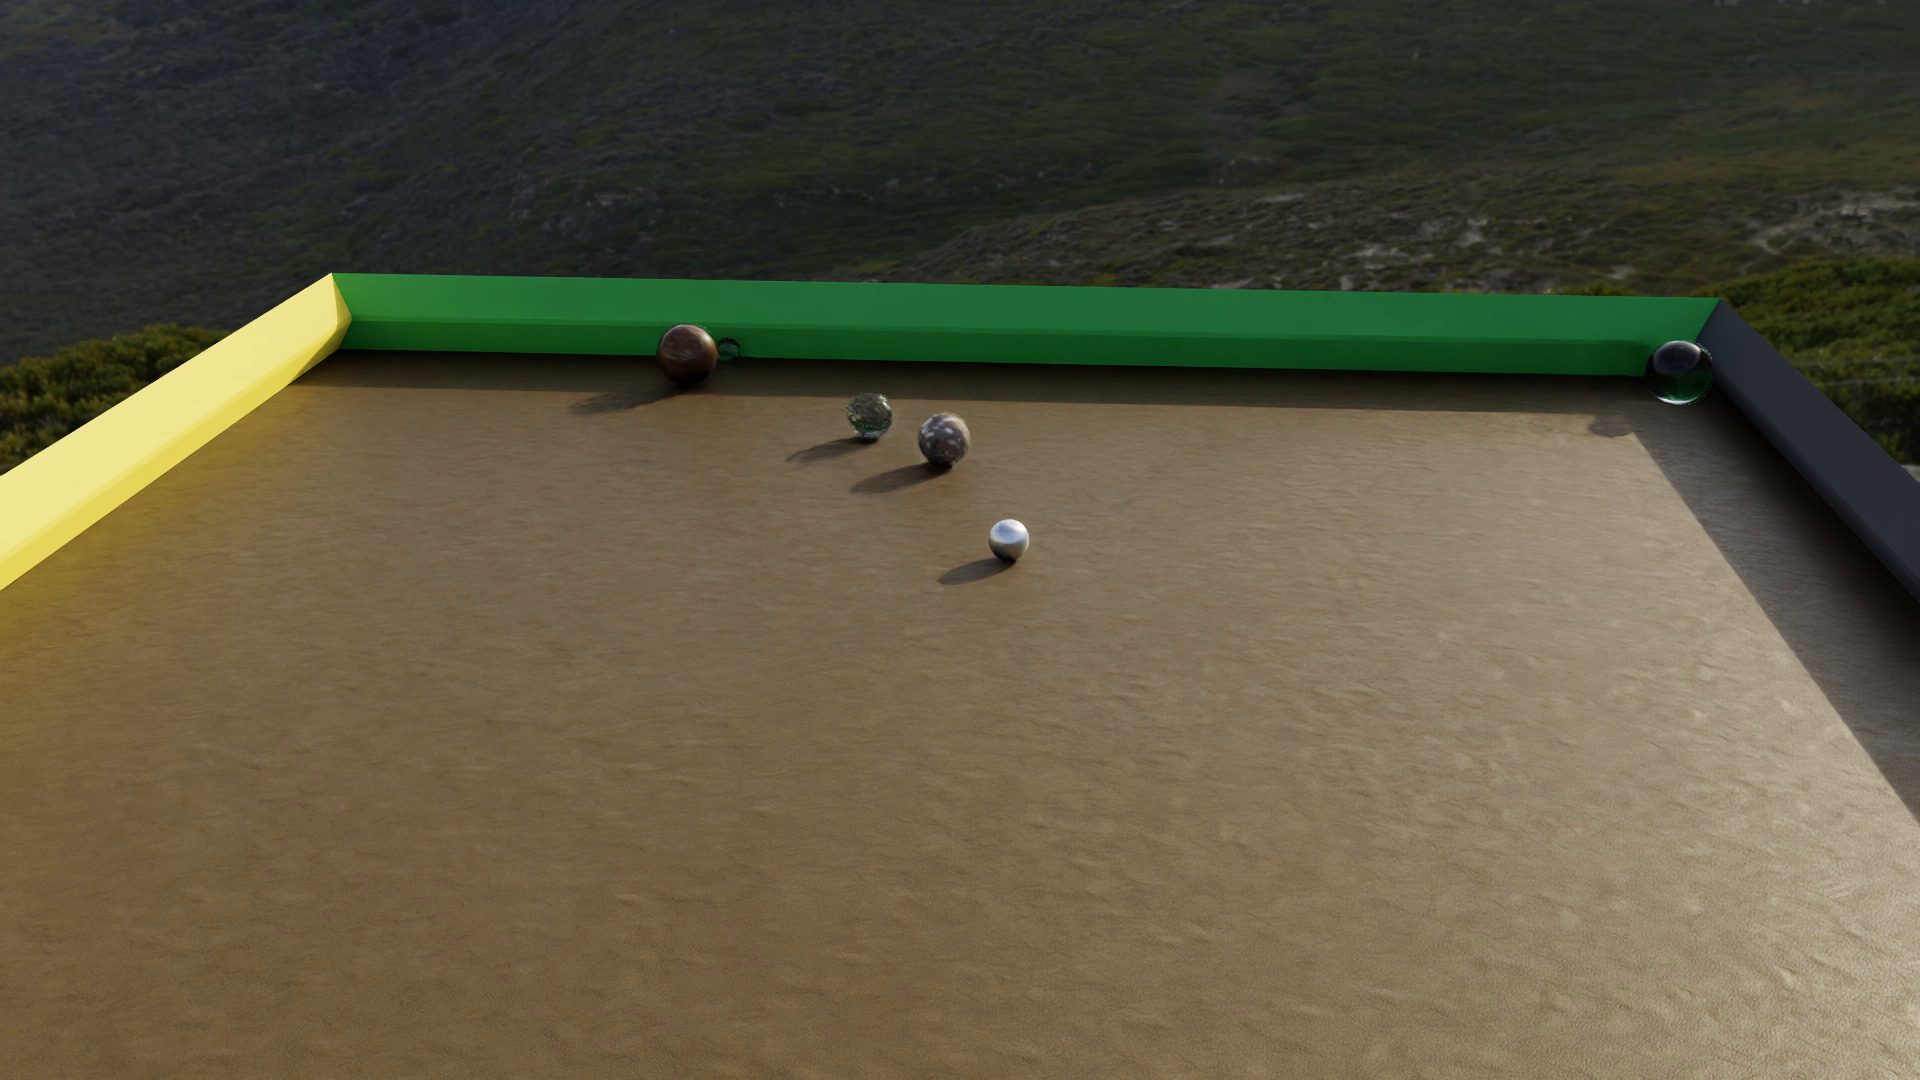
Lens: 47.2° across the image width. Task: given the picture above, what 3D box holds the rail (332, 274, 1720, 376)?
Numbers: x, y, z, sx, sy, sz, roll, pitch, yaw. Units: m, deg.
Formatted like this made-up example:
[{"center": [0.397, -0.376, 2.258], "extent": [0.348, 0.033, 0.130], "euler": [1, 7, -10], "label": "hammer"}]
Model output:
[{"center": [0.076, -0.337, 3.489], "extent": [2.211, 0.125, 0.045], "euler": [2, 19, 4], "label": "rail"}]

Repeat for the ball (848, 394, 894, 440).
[{"center": [-0.127, -0.176, 3.122], "extent": [0.065, 0.065, 0.065], "euler": [0, 19, 0], "label": "ball"}]

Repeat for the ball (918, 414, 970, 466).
[{"center": [-0.022, -0.137, 3.001], "extent": [0.072, 0.072, 0.072], "euler": [0, 19, 0], "label": "ball"}]

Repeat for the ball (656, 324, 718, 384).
[{"center": [-0.422, -0.287, 3.394], "extent": [0.094, 0.094, 0.094], "euler": [0, 19, 0], "label": "ball"}]

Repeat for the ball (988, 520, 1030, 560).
[{"center": [0.059, 0.000, 2.644], "extent": [0.050, 0.050, 0.050], "euler": [0, 19, 0], "label": "ball"}]

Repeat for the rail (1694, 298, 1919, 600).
[{"center": [1.001, 0.315, 1.630], "extent": [0.045, 0.125, 3.824], "euler": [2, 19, 4], "label": "rail"}]

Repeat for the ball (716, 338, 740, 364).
[{"center": [-0.371, -0.302, 3.520], "extent": [0.040, 0.040, 0.040], "euler": [0, 19, 0], "label": "ball"}]

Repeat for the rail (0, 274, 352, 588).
[{"center": [-1.156, 0.257, 1.796], "extent": [0.045, 0.125, 3.824], "euler": [2, 19, 4], "label": "rail"}]

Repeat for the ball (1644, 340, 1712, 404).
[{"center": [1.074, -0.251, 3.289], "extent": [0.096, 0.096, 0.096], "euler": [0, 19, 0], "label": "ball"}]
